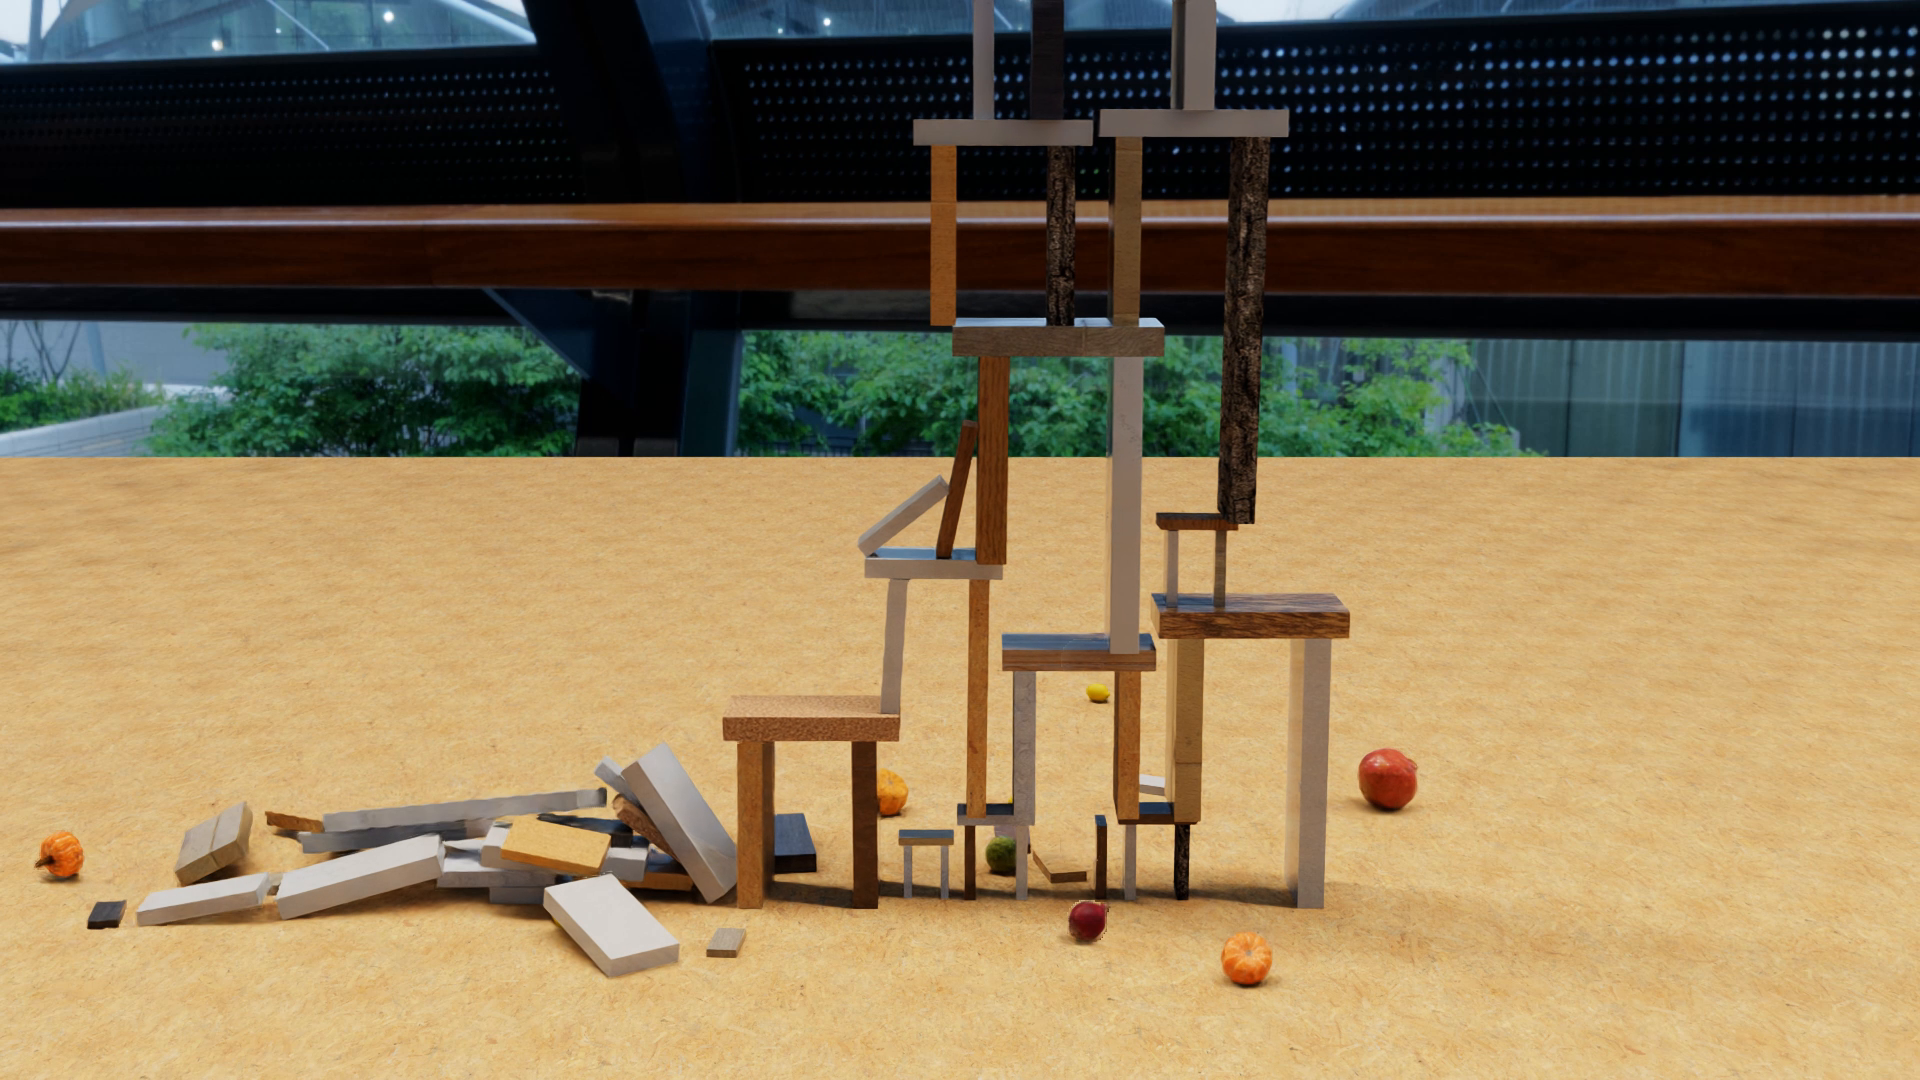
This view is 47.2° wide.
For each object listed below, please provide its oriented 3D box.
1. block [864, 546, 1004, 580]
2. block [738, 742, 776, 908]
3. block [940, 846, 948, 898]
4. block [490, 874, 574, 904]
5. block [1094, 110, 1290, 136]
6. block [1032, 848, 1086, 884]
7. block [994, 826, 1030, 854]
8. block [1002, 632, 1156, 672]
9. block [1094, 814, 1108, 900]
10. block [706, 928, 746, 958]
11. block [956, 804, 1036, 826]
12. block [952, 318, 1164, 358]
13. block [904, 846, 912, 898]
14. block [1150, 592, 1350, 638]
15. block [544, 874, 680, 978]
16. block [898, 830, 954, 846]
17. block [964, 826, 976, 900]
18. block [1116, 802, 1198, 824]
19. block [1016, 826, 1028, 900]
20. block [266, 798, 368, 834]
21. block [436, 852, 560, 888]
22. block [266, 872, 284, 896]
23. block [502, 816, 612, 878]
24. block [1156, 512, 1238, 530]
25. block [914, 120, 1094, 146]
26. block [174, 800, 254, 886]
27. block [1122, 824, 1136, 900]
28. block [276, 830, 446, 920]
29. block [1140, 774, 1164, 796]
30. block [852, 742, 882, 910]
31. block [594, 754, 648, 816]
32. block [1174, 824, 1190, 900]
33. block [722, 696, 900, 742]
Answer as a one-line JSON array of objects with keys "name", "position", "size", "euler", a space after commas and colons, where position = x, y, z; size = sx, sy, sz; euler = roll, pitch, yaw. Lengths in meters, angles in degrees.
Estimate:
[{"name": "block", "position": [-0.042, 0.037, 3.570], "size": [0.221, 0.031, 0.111], "euler": [1, 11, 0]}, {"name": "block", "position": [-0.336, 0.451, 3.641], "size": [0.040, 0.283, 0.142], "euler": [2, 11, 4]}, {"name": "block", "position": [-0.025, 0.545, 3.659], "size": [0.013, 0.092, 0.046], "euler": [0, 11, 0]}, {"name": "block", "position": [-0.677, 0.577, 3.666], "size": [0.194, 0.027, 0.097], "euler": [0, 11, 0]}, {"name": "block", "position": [0.358, -0.651, 3.437], "size": [0.290, 0.041, 0.145], "euler": [0, 11, -1]}, {"name": "block", "position": [0.171, 0.560, 3.783], "size": [0.063, 0.018, 0.126], "euler": [-2, 11, -12]}, {"name": "block", "position": [0.093, 0.532, 3.931], "size": [0.063, 0.018, 0.126], "euler": [0, 11, 0]}, {"name": "block", "position": [0.192, 0.183, 3.594], "size": [0.248, 0.035, 0.124], "euler": [0, 11, 0]}, {"name": "block", "position": [0.234, 0.527, 3.662], "size": [0.018, 0.126, 0.063], "euler": [0, 11, 0]}, {"name": "block", "position": [-0.364, 0.628, 3.429], "size": [0.046, 0.013, 0.093], "euler": [1, 11, 4]}, {"name": "block", "position": [0.059, 0.455, 3.644], "size": [0.129, 0.018, 0.064], "euler": [0, 11, 0]}, {"name": "block", "position": [0.153, -0.323, 3.494], "size": [0.329, 0.047, 0.165], "euler": [0, 11, 0]}, {"name": "block", "position": [-0.086, 0.545, 3.659], "size": [0.013, 0.092, 0.046], "euler": [0, 11, 0]}, {"name": "block", "position": [0.470, 0.123, 3.585], "size": [0.304, 0.043, 0.152], "euler": [0, 11, 0]}, {"name": "block", "position": [-0.543, 0.597, 3.415], "size": [0.116, 0.033, 0.232], "euler": [-7, 25, -35]}, {"name": "block", "position": [-0.056, 0.494, 3.649], "size": [0.092, 0.013, 0.046], "euler": [0, 11, 0]}, {"name": "block", "position": [0.017, 0.527, 3.657], "size": [0.018, 0.129, 0.064], "euler": [0, 11, 0]}, {"name": "block", "position": [0.325, 0.453, 3.643], "size": [0.131, 0.018, 0.065], "euler": [0, 11, 0]}, {"name": "block", "position": [0.102, 0.527, 3.657], "size": [0.018, 0.129, 0.064], "euler": [0, 11, 0]}, {"name": "block", "position": [-1.153, 0.502, 3.975], "size": [0.181, 0.026, 0.090], "euler": [5, 12, 25]}, {"name": "block", "position": [-0.764, 0.549, 3.665], "size": [0.194, 0.027, 0.097], "euler": [0, 11, -1]}, {"name": "block", "position": [-1.117, 0.575, 3.704], "size": [0.123, 0.017, 0.062], "euler": [-5, 12, -25]}, {"name": "block", "position": [-0.651, 0.495, 3.548], "size": [0.158, 0.022, 0.079], "euler": [11, 35, 2]}, {"name": "block", "position": [0.383, -0.030, 3.552], "size": [0.125, 0.018, 0.063], "euler": [1, 11, -2]}, {"name": "block", "position": [0.066, -0.638, 3.441], "size": [0.276, 0.039, 0.138], "euler": [0, 11, 0]}, {"name": "block", "position": [-1.290, 0.524, 3.810], "size": [0.113, 0.032, 0.226], "euler": [-28, 16, -8]}, {"name": "block", "position": [0.281, 0.526, 3.656], "size": [0.018, 0.130, 0.065], "euler": [0, 11, 0]}, {"name": "block", "position": [-0.984, 0.551, 3.622], "size": [0.262, 0.037, 0.131], "euler": [-15, 13, -9]}, {"name": "block", "position": [0.382, 0.474, 4.243], "size": [0.124, 0.018, 0.062], "euler": [6, 12, 28]}, {"name": "block", "position": [-0.154, 0.451, 3.640], "size": [0.040, 0.283, 0.142], "euler": [0, 11, 0]}, {"name": "block", "position": [-0.544, 0.430, 3.720], "size": [0.168, 0.024, 0.084], "euler": [39, -1, -7]}, {"name": "block", "position": [0.369, 0.526, 3.656], "size": [0.018, 0.131, 0.065], "euler": [0, 11, 0]}, {"name": "block", "position": [-0.240, 0.292, 3.609], "size": [0.284, 0.040, 0.142], "euler": [0, 10, 0]}]
